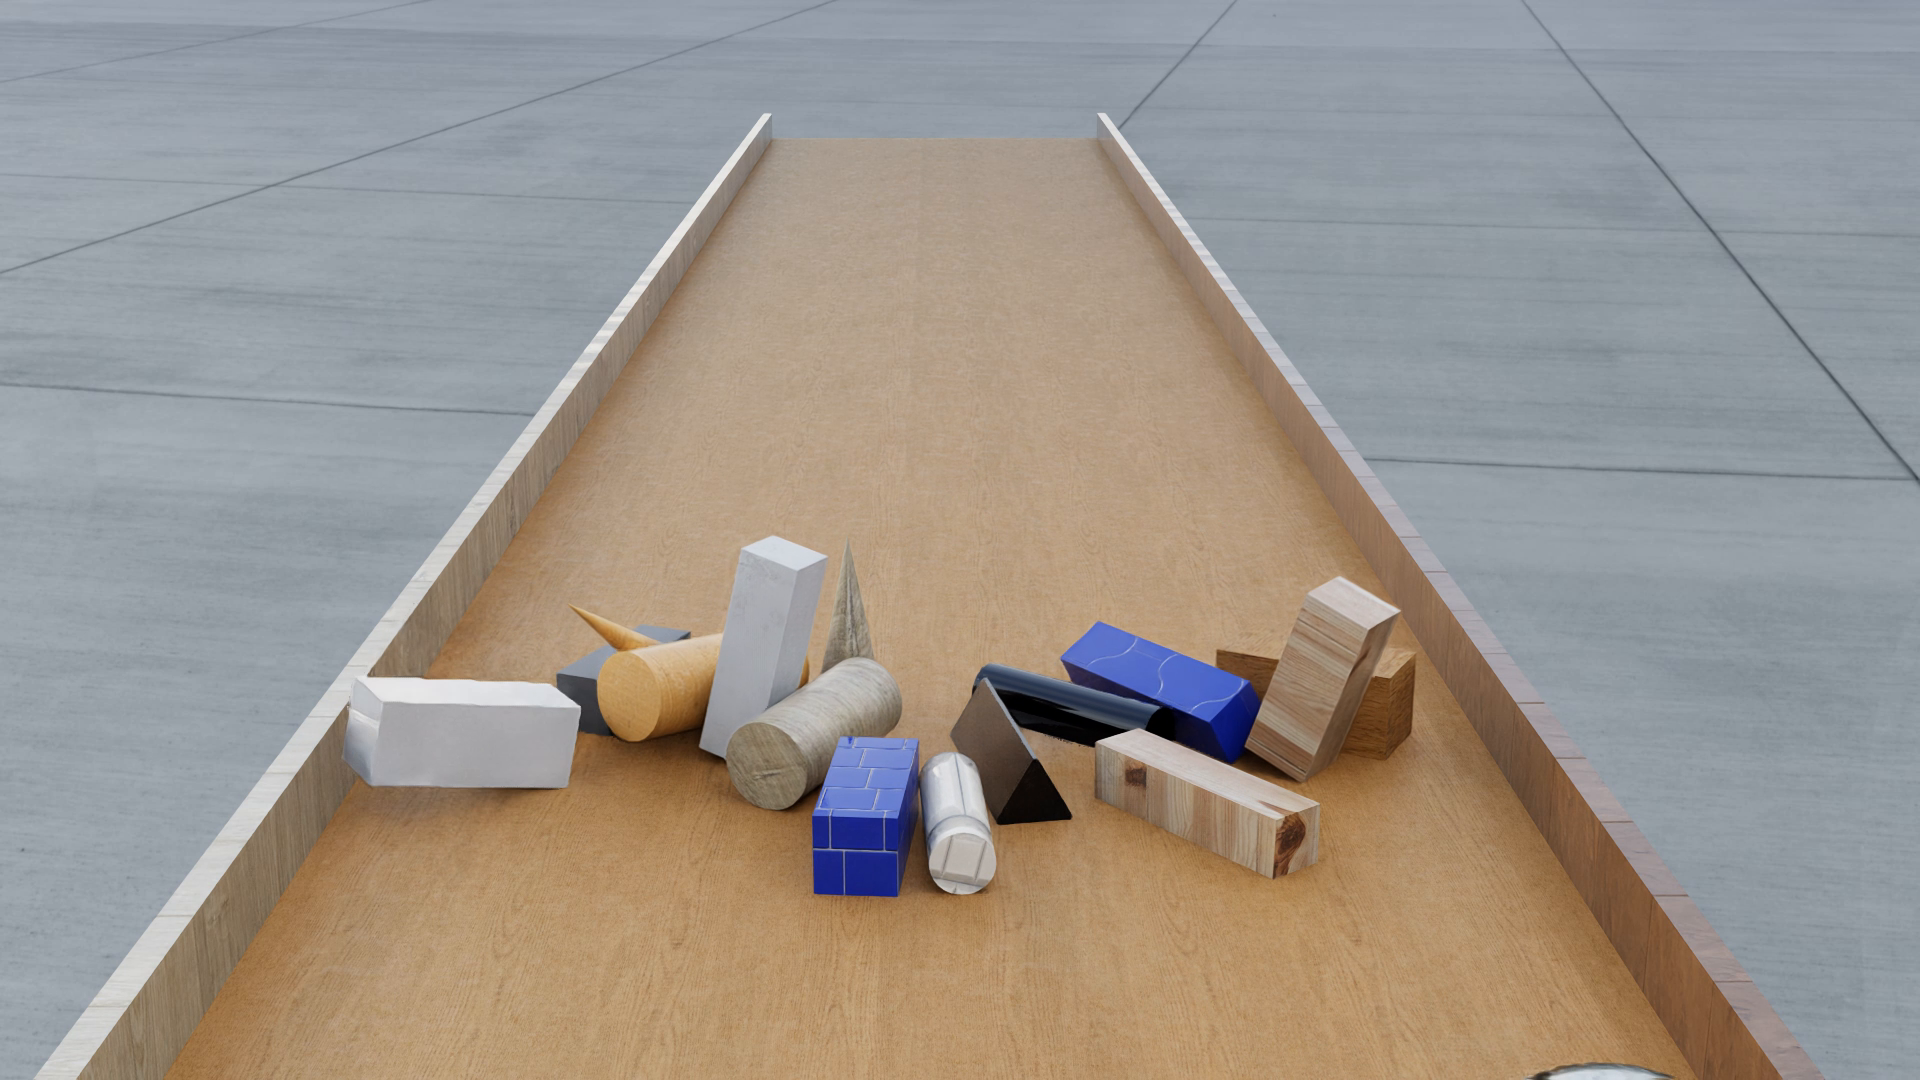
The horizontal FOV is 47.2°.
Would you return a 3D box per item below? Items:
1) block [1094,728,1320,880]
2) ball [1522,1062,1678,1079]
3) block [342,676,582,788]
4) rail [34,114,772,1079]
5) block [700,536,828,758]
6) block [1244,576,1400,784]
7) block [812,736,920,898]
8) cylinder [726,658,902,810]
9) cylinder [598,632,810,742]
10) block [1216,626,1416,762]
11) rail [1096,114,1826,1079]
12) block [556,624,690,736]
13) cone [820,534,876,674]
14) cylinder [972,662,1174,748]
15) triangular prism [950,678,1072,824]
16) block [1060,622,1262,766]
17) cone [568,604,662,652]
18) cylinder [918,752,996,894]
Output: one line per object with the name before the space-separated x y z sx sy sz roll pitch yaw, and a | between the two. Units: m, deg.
block | 0.399 0.427 3.612 0.101 0.101 0.417 -13 21 -37
ball | 0.655 0.709 2.215 0.358 0.358 0.358 0 17 0
block | -0.845 0.327 3.738 0.351 0.144 0.144 5 11 -35
rail | -1.118 -0.838 7.780 0.050 0.150 12.000 0 17 -1
block | -0.345 0.197 3.855 0.112 0.382 0.112 21 20 19
block | 0.626 0.242 3.809 0.124 0.322 0.124 32 31 26
block | -0.147 0.438 3.523 0.131 0.131 0.327 1 17 4
cylinder | -0.250 0.333 3.834 0.156 0.156 0.356 8 18 24
cylinder | -0.463 0.255 4.005 0.160 0.160 0.384 13 14 37
block | 0.648 0.276 4.024 0.327 0.156 0.156 9 19 27
rail | 0.932 -0.844 7.801 0.050 0.150 12.000 0 17 -1
block | -0.631 0.262 4.156 0.108 0.108 0.301 7 18 22
cone | -0.208 0.152 4.113 0.135 0.344 0.135 0 17 0
cylinder | 0.202 0.312 3.996 0.380 0.103 0.103 13 21 36
triangular prism | 0.084 0.357 3.819 0.128 0.111 0.395 -3 17 -11
block | 0.371 0.276 4.036 0.109 0.109 0.413 -42 35 -20
cone | -0.600 0.193 4.016 0.104 0.104 0.381 13 -18 38
cylinder | -0.007 0.450 3.531 0.104 0.104 0.329 -1 17 -4
